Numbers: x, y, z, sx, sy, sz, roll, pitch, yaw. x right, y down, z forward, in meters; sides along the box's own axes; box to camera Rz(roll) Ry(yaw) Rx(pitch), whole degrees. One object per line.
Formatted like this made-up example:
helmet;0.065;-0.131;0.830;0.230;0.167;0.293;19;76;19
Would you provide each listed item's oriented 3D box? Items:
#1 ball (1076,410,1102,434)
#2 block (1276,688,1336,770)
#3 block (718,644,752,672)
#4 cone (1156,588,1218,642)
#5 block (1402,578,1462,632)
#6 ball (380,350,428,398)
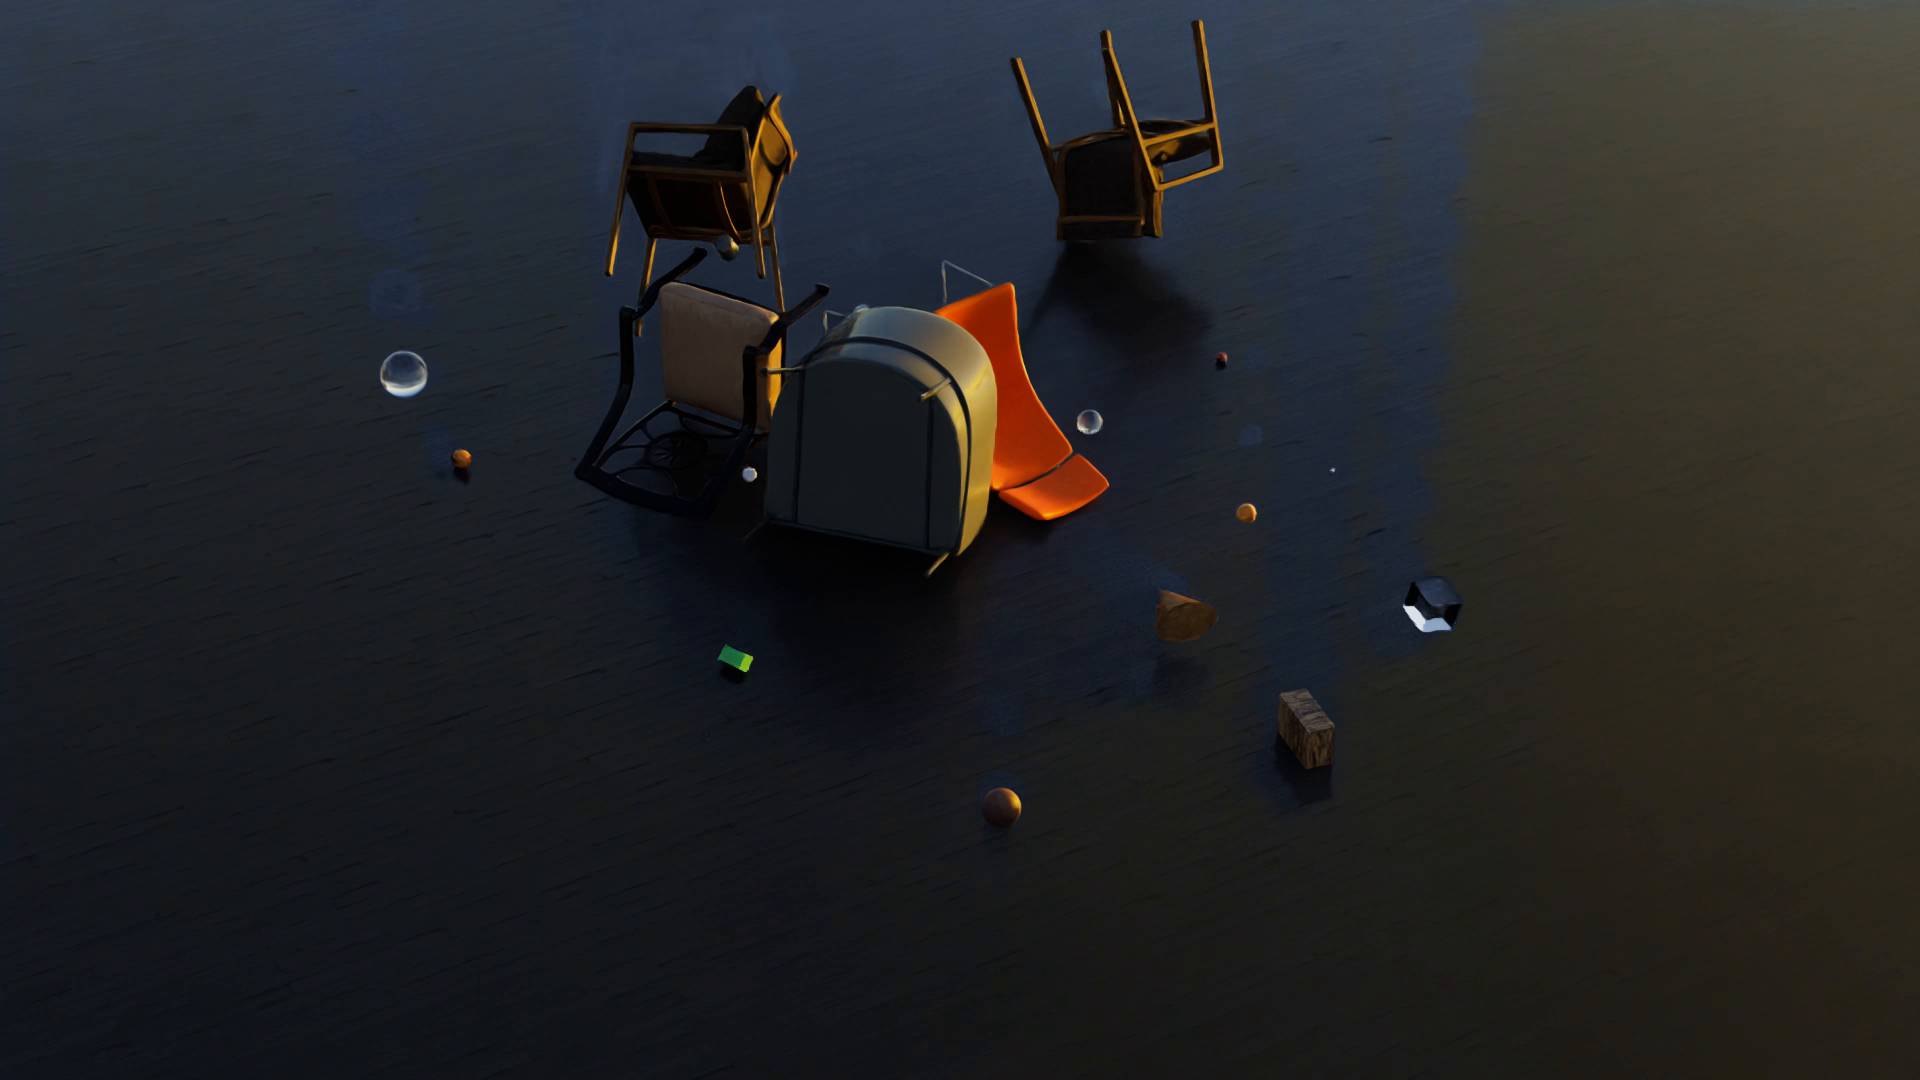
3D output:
ball;0.511;-0.465;11.559;0.099;0.099;0.099;0;33;0
block;1.161;0.633;9.844;0.098;0.154;0.231;-11;35;-16
block;-0.784;0.413;10.245;0.097;0.058;0.055;22;-4;30
cone;0.751;0.230;10.330;0.245;0.174;0.210;-4;35;-25
block;1.676;0.231;10.411;0.128;0.122;0.141;-6;42;-23
ball;-2.067;-0.616;10.902;0.177;0.177;0.177;0;33;0
